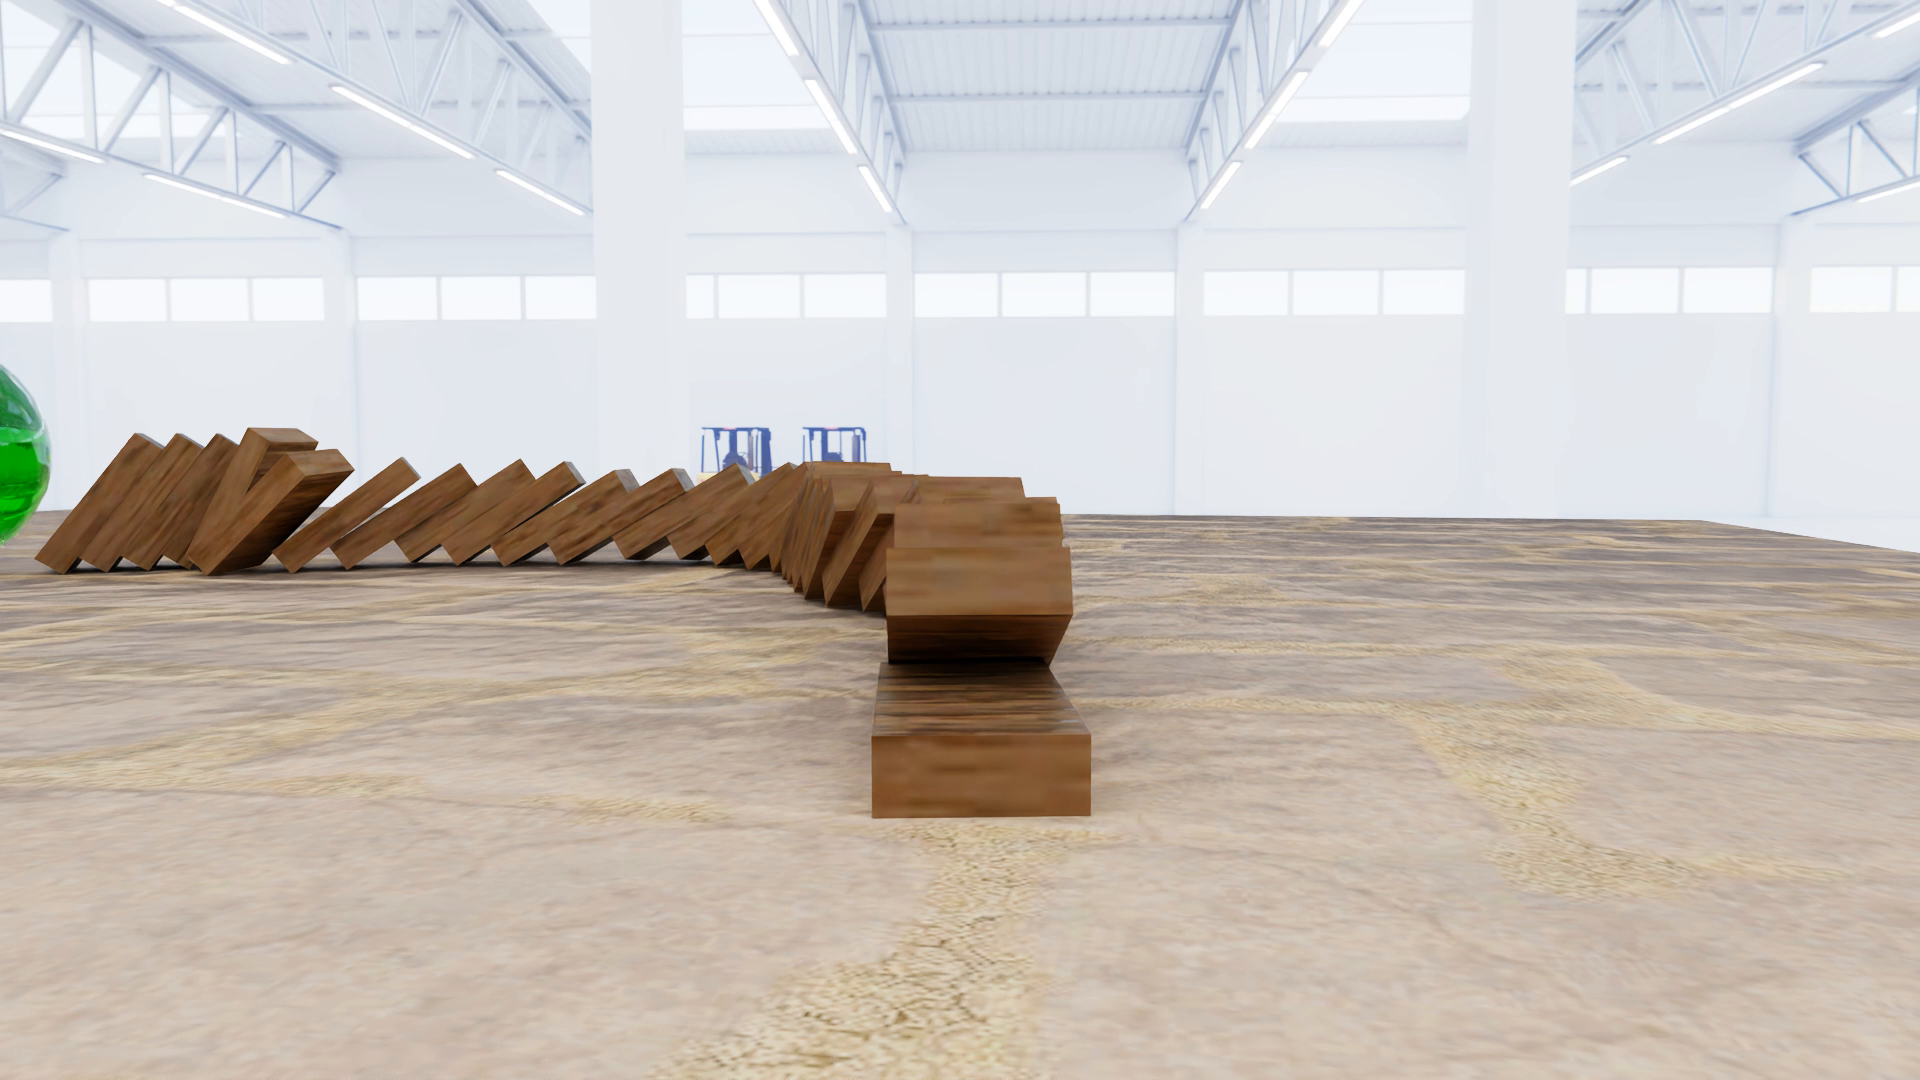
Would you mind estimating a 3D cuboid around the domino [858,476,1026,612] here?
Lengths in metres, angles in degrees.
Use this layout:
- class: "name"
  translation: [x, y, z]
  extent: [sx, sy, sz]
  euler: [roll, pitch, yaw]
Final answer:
- class: "domino"
  translation: [-0.005, 0.002, 0.303]
  extent: [0.025, 0.010, 0.050]
  euler: [-1, -27, -22]

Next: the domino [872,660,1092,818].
- class: "domino"
  translation: [0.001, 0.025, 0.171]
  extent: [0.025, 0.010, 0.050]
  euler: [0, 4, -2]

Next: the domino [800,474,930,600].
- class: "domino"
  translation: [-0.025, 0.000, 0.335]
  extent: [0.025, 0.009, 0.050]
  euler: [-3, -27, -18]

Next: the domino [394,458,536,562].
- class: "domino"
  translation: [-0.175, -0.010, 0.456]
  extent: [0.050, 0.010, 0.025]
  euler: [-36, 10, -15]

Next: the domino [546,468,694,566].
- class: "domino"
  translation: [-0.119, -0.009, 0.454]
  extent: [0.050, 0.009, 0.025]
  euler: [-31, 3, 0]

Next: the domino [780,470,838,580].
- class: "domino"
  translation: [-0.038, -0.004, 0.387]
  extent: [0.025, 0.010, 0.050]
  euler: [-1, -28, -19]

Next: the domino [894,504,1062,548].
- class: "domino"
  translation: [0.002, 0.009, 0.214]
  extent: [0.025, 0.009, 0.050]
  euler: [0, -24, -3]

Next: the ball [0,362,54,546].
- class: "ball"
  translation: [-0.339, -0.028, 0.410]
  extent: [0.080, 0.080, 0.080]
  euler: [0, 4, 0]

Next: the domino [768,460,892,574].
- class: "domino"
  translation: [-0.041, -0.007, 0.405]
  extent: [0.025, 0.009, 0.050]
  euler: [0, -31, -27]

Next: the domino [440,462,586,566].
- class: "domino"
  translation: [-0.158, -0.010, 0.457]
  extent: [0.050, 0.009, 0.025]
  euler: [-35, 9, -7]

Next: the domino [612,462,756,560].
- class: "domino"
  translation: [-0.096, -0.010, 0.456]
  extent: [0.050, 0.009, 0.025]
  euler: [-31, -2, 0]

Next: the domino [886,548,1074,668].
- class: "domino"
  translation: [0.002, 0.014, 0.196]
  extent: [0.025, 0.010, 0.050]
  euler: [0, -19, -3]

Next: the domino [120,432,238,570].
- class: "domino"
  translation: [-0.268, -0.014, 0.443]
  extent: [0.010, 0.050, 0.025]
  euler: [37, -13, -24]

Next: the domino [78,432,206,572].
- class: "domino"
  translation: [-0.278, -0.013, 0.438]
  extent: [0.010, 0.050, 0.025]
  euler: [37, -13, -24]

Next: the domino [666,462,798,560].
- class: "domino"
  translation: [-0.077, -0.010, 0.455]
  extent: [0.050, 0.010, 0.025]
  euler: [-31, -4, 4]

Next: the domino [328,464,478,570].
- class: "domino"
  translation: [-0.193, -0.009, 0.446]
  extent: [0.050, 0.010, 0.025]
  euler: [-37, 16, -17]

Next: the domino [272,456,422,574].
- class: "domino"
  translation: [-0.207, -0.009, 0.436]
  extent: [0.050, 0.009, 0.025]
  euler: [-41, 17, -14]

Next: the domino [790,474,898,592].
- class: "domino"
  translation: [-0.030, -0.001, 0.353]
  extent: [0.025, 0.010, 0.050]
  euler: [-1, -28, -19]

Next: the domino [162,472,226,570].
- class: "domino"
  translation: [-0.257, -0.014, 0.448]
  extent: [0.010, 0.050, 0.025]
  euler: [37, -13, -24]

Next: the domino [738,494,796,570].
- class: "domino"
  translation: [-0.049, -0.007, 0.427]
  extent: [0.050, 0.009, 0.025]
  euler: [-38, -19, 33]

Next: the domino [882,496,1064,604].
- class: "domino"
  translation: [0.002, 0.005, 0.286]
  extent: [0.025, 0.009, 0.050]
  euler: [-2, -23, -20]

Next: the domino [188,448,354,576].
- class: "domino"
  translation: [-0.225, -0.009, 0.419]
  extent: [0.050, 0.009, 0.025]
  euler: [-41, -1, 12]

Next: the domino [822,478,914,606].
- class: "domino"
  translation: [-0.016, 0.001, 0.319]
  extent: [0.025, 0.009, 0.050]
  euler: [-1, -27, -22]

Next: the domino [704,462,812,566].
- class: "domino"
  translation: [-0.062, -0.009, 0.441]
  extent: [0.050, 0.009, 0.025]
  euler: [-36, -14, 24]

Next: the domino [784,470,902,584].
- class: "domino"
  translation: [-0.034, -0.003, 0.369]
  extent: [0.025, 0.010, 0.050]
  euler: [-1, -28, -18]

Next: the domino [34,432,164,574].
- class: "domino"
  translation: [-0.288, -0.013, 0.432]
  extent: [0.009, 0.050, 0.025]
  euler: [37, -13, -24]

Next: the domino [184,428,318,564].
- class: "domino"
  translation: [-0.241, -0.014, 0.436]
  extent: [0.009, 0.050, 0.025]
  euler: [31, 8, 5]

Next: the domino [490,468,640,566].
- class: "domino"
  translation: [-0.139, -0.008, 0.455]
  extent: [0.050, 0.010, 0.025]
  euler: [-31, 5, 0]
